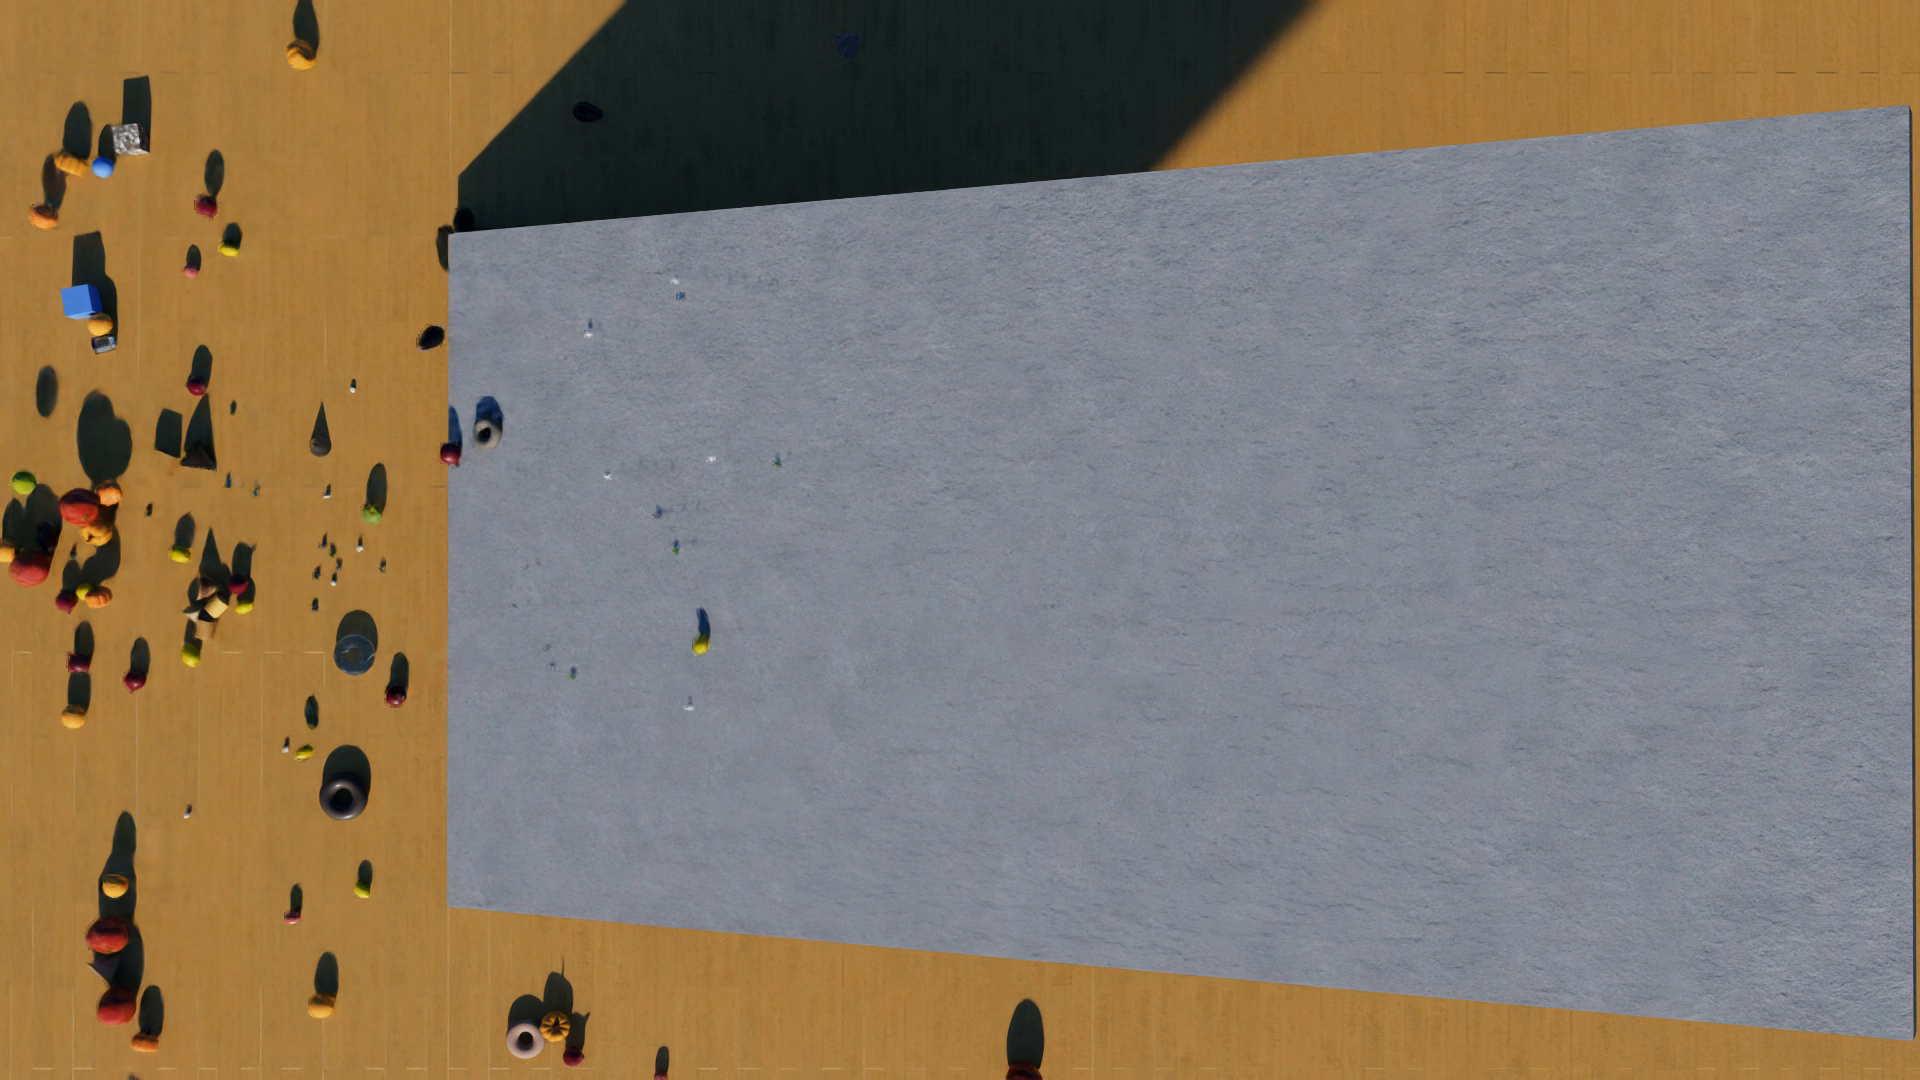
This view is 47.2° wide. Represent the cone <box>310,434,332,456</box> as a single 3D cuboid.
[{"bbox_3d":[-1.927,-0.284,6.592,0.067,0.067,0.067,0,89,0],"label":"cone"}]

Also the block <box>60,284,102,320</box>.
[{"bbox_3d":[-2.632,-0.714,6.590,0.082,0.082,0.082,-11,89,0],"label":"block"}]

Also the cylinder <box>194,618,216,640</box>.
[{"bbox_3d":[-2.261,0.268,6.591,0.055,0.055,0.055,8,92,0],"label":"cylinder"}]

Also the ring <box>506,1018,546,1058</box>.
[{"bbox_3d":[-1.300,1.492,6.587,0.122,0.041,0.122,0,88,-1],"label":"ring"}]

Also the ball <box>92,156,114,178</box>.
[{"bbox_3d":[-2.573,-1.119,6.604,0.062,0.062,0.062,0,89,0],"label":"ball"}]

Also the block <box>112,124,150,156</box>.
[{"bbox_3d":[-2.488,-1.200,6.598,0.076,0.076,0.076,-8,89,0],"label":"block"}]

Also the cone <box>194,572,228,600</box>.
[{"bbox_3d":[-2.242,0.143,6.601,0.090,0.090,0.090,8,89,-27],"label":"cone"}]

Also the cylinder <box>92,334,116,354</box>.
[{"bbox_3d":[-2.572,-0.589,6.604,0.052,0.052,0.052,-13,89,0],"label":"cylinder"}]

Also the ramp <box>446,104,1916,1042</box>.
[{"bbox_3d":[0.278,0.078,5.660,4.000,0.100,2.000,0,89,27],"label":"ramp"}]

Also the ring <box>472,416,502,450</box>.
[{"bbox_3d":[-1.387,-0.314,6.449,0.101,0.034,0.101,-1,88,28],"label":"ring"}]

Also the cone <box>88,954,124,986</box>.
[{"bbox_3d":[-2.541,1.272,6.588,0.094,0.094,0.094,44,63,0],"label":"cone"}]

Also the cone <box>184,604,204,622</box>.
[{"bbox_3d":[-2.295,0.233,6.607,0.060,0.060,0.060,-8,116,0],"label":"cone"}]

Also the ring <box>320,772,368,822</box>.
[{"bbox_3d":[-1.847,0.769,6.591,0.148,0.049,0.148,0,88,0],"label":"ring"}]

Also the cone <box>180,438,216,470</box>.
[{"bbox_3d":[-2.271,-0.236,6.604,0.098,0.098,0.098,38,89,-26],"label":"cone"}]

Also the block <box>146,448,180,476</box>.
[{"bbox_3d":[-2.388,-0.231,6.595,0.062,0.062,0.062,23,89,0],"label":"block"}]

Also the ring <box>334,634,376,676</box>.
[{"bbox_3d":[-1.817,0.345,6.599,0.126,0.042,0.126,0,91,0],"label":"ring"}]

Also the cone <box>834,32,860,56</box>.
[{"bbox_3d":[-0.355,-1.506,6.621,0.079,0.079,0.079,33,89,34],"label":"cone"}]
